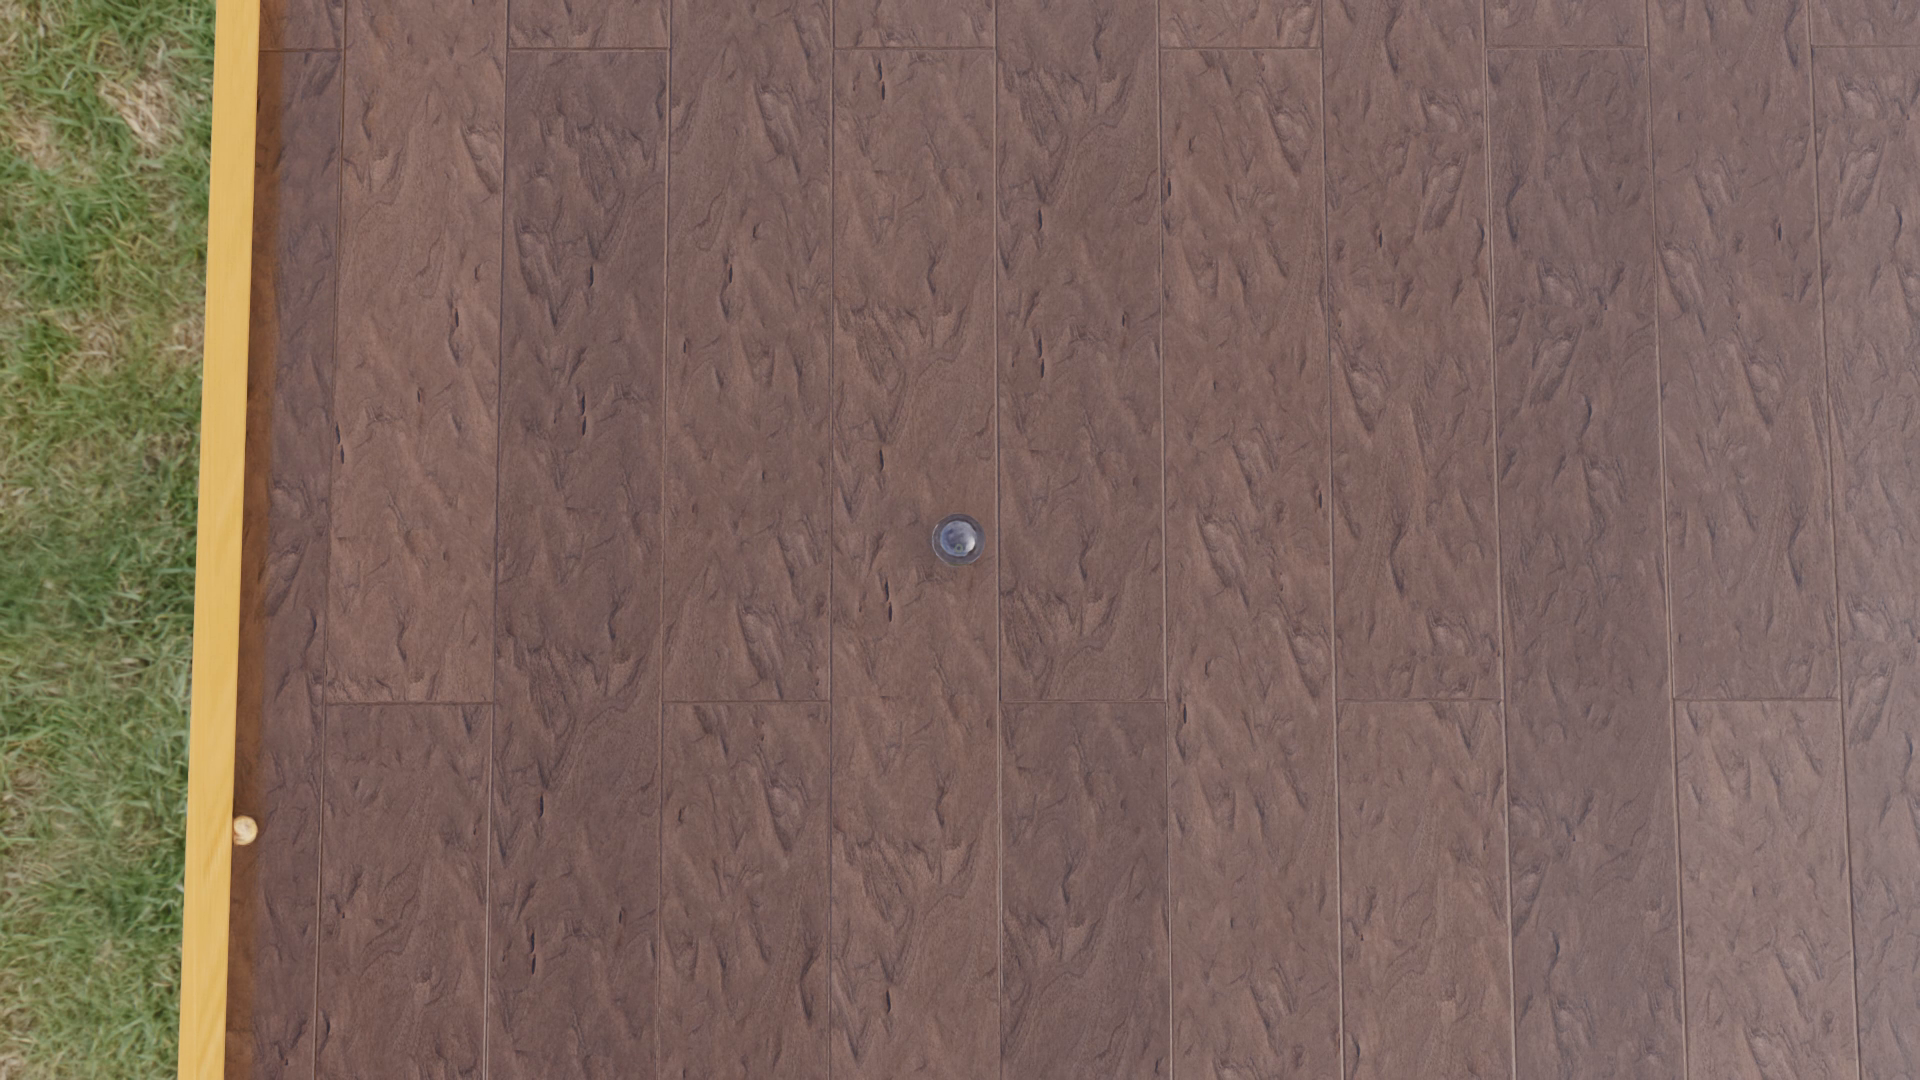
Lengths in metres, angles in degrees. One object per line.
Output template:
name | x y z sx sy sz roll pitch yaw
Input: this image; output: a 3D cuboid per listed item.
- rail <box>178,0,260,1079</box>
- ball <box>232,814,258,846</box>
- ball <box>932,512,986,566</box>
rail | -1.078 0.000 3.231 0.045 0.114 2.476 0 84 0
ball | -1.052 0.425 3.219 0.045 0.045 0.045 0 84 0
ball | -0.002 -0.001 3.249 0.079 0.079 0.079 0 84 0
